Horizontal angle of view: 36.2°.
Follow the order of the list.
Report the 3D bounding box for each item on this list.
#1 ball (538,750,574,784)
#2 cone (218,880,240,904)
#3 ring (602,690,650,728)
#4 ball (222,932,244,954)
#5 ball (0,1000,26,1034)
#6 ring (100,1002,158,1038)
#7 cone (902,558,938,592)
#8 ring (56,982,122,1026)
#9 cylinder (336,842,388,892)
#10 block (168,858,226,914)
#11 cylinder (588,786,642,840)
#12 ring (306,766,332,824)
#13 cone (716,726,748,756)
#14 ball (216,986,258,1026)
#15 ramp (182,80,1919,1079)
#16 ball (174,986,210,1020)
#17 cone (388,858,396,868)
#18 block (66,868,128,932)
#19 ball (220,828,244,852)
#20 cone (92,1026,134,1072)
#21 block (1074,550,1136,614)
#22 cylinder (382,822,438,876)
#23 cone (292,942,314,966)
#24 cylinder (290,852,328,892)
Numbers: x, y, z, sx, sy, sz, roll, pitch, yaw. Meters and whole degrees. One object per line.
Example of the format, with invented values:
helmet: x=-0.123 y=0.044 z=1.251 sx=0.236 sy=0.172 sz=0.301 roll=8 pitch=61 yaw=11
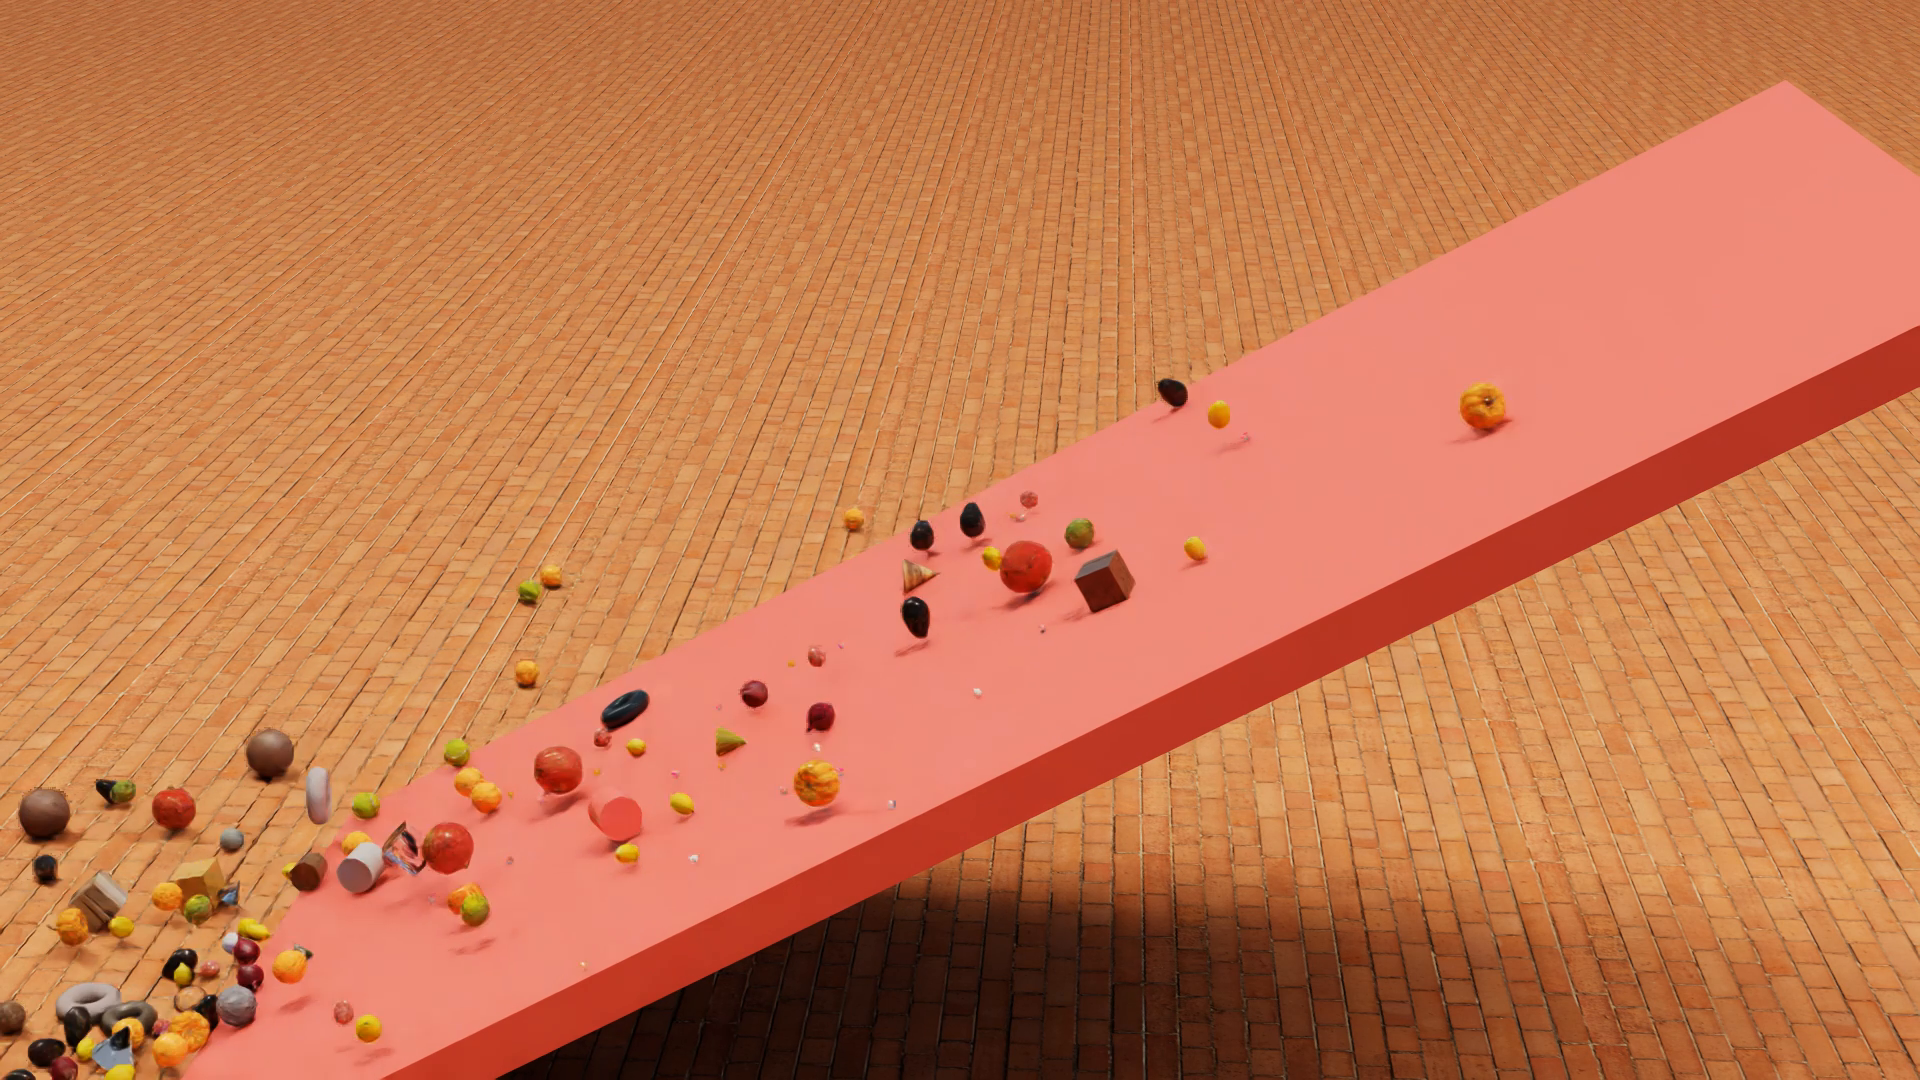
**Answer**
ball: x=-0.934 y=0.525 z=6.802 sx=0.081 sy=0.081 sz=0.081 roll=0 pitch=18 yaw=0
cone: x=-1.790 y=0.858 z=7.250 sx=0.059 sy=0.059 sz=0.059 roll=8 pitch=48 yaw=22
ring: x=-0.801 y=0.404 z=7.038 sx=0.131 sy=0.044 sz=0.131 roll=-29 pitch=14 yaw=8
ball: x=-1.716 y=0.953 z=6.943 sx=0.053 sy=0.053 sz=0.053 roll=0 pitch=18 yaw=0
ball: x=-2.143 y=1.076 z=6.629 sx=0.075 sy=0.075 sz=0.075 roll=0 pitch=18 yaw=0
ring: x=-1.879 y=1.086 z=6.650 sx=0.129 sy=0.043 sz=0.129 roll=-1 pitch=22 yaw=0
cone: x=-0.090 y=0.079 z=6.763 sx=0.085 sy=0.085 sz=0.085 roll=-3 pitch=18 yaw=-3
ring: x=-1.990 y=1.060 z=6.720 sx=0.150 sy=0.050 sz=0.150 roll=-1 pitch=21 yaw=0
cylinder: x=-1.392 y=0.763 z=6.850 sx=0.089 sy=0.089 sz=0.089 roll=4 pitch=20 yaw=12
block: x=-1.877 y=0.853 z=7.255 sx=0.092 sy=0.092 sz=0.092 roll=-10 pitch=19 yaw=13
cylinder: x=-0.722 y=0.572 z=6.155 sx=0.093 sy=0.093 sz=0.093 roll=-7 pitch=11 yaw=-20
ring: x=-1.600 y=0.638 z=7.341 sx=0.049 sy=0.146 sz=0.146 roll=-3 pitch=18 yaw=-4
cone: x=-0.485 y=0.434 z=6.327 sx=0.066 sy=0.066 sz=0.066 roll=1 pitch=17 yaw=13
ball: x=-1.567 y=1.009 z=6.369 sx=0.087 sy=0.087 sz=0.087 roll=0 pitch=18 yaw=0
ramp: x=0.141 y=0.167 z=6.282 sx=4.000 sy=0.100 sz=2.000 roll=-27 pitch=14 yaw=11
ball: x=-1.725 y=1.039 z=6.604 sx=0.078 sy=0.078 sz=0.078 roll=0 pitch=18 yaw=0
cone: x=-1.312 y=0.744 z=6.909 sx=0.057 sy=0.057 sz=0.057 roll=2 pitch=18 yaw=9
block: x=-2.098 y=0.877 z=7.157 sx=0.091 sy=0.091 sz=0.091 roll=-40 pitch=15 yaw=8
ball: x=-1.881 y=0.773 z=7.596 sx=0.062 sy=0.062 sz=0.062 roll=0 pitch=18 yaw=0
cone: x=-1.840 y=1.099 z=6.451 sx=0.096 sy=0.096 sz=0.096 roll=25 pitch=24 yaw=-12
block: x=0.291 y=0.083 z=5.905 sx=0.080 sy=0.080 sz=0.080 roll=-23 pitch=16 yaw=25
cylinder: x=-1.227 y=0.689 z=6.552 sx=0.088 sy=0.088 sz=0.088 roll=40 pitch=9 yaw=-17
cone: x=-1.479 y=0.919 z=6.580 sx=0.051 sy=0.051 sz=0.051 roll=-28 pitch=14 yaw=8
cylinder: x=-1.573 y=0.802 z=7.109 sx=0.073 sy=0.073 sz=0.073 roll=2 pitch=16 yaw=5
